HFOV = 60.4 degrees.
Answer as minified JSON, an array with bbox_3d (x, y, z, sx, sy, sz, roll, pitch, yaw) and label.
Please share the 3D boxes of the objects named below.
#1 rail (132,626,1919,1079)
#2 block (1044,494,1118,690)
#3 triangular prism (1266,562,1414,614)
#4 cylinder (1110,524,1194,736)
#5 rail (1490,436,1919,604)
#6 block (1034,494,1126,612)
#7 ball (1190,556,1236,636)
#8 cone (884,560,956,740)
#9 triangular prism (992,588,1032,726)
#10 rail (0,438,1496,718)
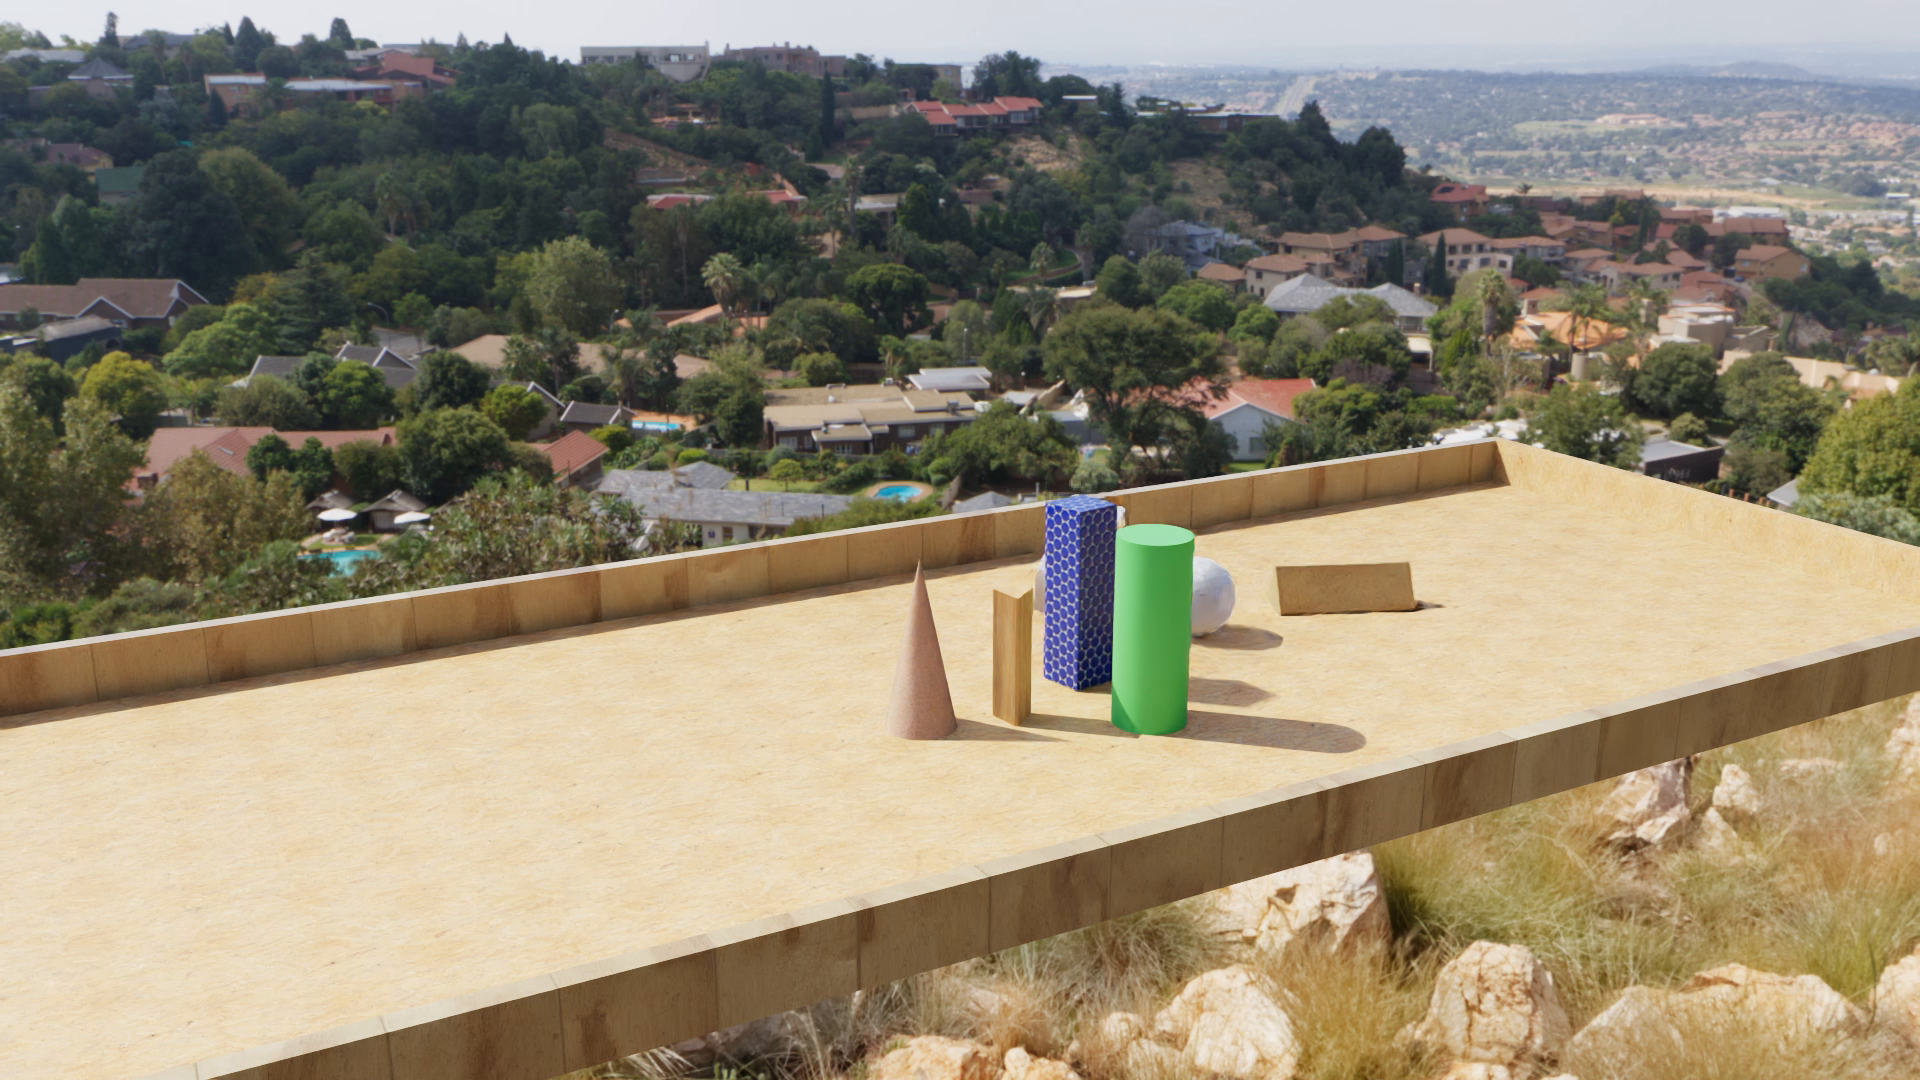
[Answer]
[{"bbox_3d":[-2.336,1.006,1.665,12.000,0.150,0.050,-9,18,-27],"label":"rail"},{"bbox_3d":[0.298,0.130,4.099,0.125,0.456,0.125,-12,19,-37],"label":"block"},{"bbox_3d":[1.086,0.126,4.698,0.391,0.122,0.140,-2,16,-6],"label":"triangular prism"},{"bbox_3d":[0.447,0.207,3.839,0.179,0.457,0.179,0,16,0],"label":"cylinder"},{"bbox_3d":[2.466,-0.048,5.253,0.050,0.150,2.100,-9,18,-27],"label":"rail"},{"bbox_3d":[0.339,0.051,4.642,0.155,0.155,0.336,15,44,14],"label":"block"},{"bbox_3d":[0.637,0.151,4.457,0.216,0.216,0.216,0,16,0],"label":"ball"},{"bbox_3d":[-0.092,0.238,3.812,0.170,0.414,0.170,0,16,0],"label":"cone"},{"bbox_3d":[0.137,0.269,3.880,0.079,0.316,0.091,-12,20,-35],"label":"triangular prism"},{"bbox_3d":[-3.305,0.497,3.399,12.000,0.150,0.050,-9,18,-27],"label":"rail"}]
